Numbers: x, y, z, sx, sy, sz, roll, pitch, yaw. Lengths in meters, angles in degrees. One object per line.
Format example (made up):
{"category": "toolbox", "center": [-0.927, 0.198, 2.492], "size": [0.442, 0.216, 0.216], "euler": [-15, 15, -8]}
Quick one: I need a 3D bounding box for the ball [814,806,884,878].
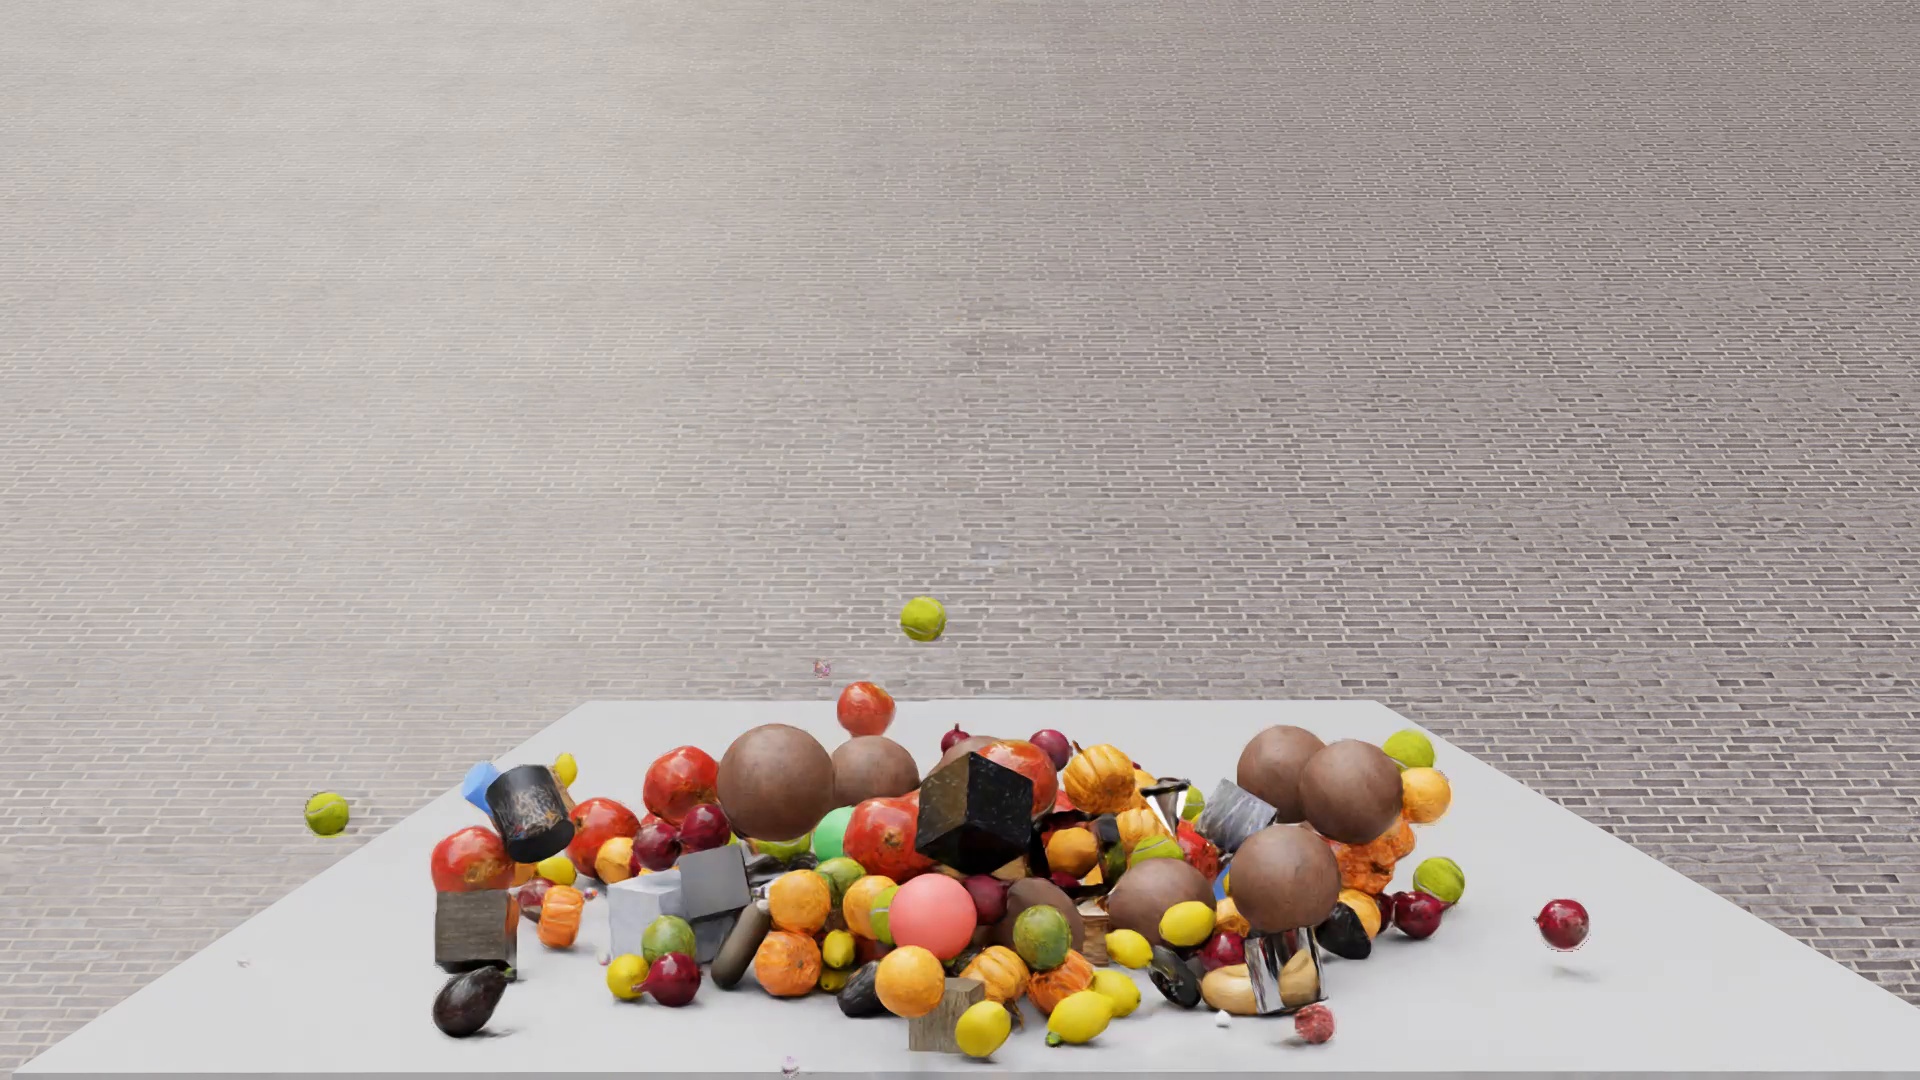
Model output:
{"category": "ball", "center": [-0.138, 0.375, 3.196], "size": [0.089, 0.089, 0.089], "euler": [0, 25, 0]}

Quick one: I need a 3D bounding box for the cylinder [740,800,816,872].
{"category": "cylinder", "center": [-0.250, 0.431, 3.643], "size": [0.091, 0.091, 0.091], "euler": [-22, 20, 8]}

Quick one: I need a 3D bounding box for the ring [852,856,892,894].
{"category": "ring", "center": [-0.133, 0.456, 3.490], "size": [0.083, 0.083, 0.028], "euler": [7, -6, 14]}

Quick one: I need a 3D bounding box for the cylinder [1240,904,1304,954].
{"category": "cylinder", "center": [0.371, 0.472, 3.051], "size": [0.058, 0.058, 0.058], "euler": [25, 16, -8]}

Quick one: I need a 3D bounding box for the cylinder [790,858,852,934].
{"category": "cylinder", "center": [-0.180, 0.461, 3.339], "size": [0.087, 0.087, 0.087], "euler": [-5, 2, -10]}

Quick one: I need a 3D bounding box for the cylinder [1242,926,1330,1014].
{"category": "cylinder", "center": [0.338, 0.446, 2.676], "size": [0.077, 0.077, 0.077], "euler": [-12, -9, -2]}

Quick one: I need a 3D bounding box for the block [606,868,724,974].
{"category": "block", "center": [-0.354, 0.458, 3.107], "size": [0.096, 0.096, 0.096], "euler": [2, 8, 43]}

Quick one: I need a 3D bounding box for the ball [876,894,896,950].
{"category": "ball", "center": [-0.097, 0.474, 3.201], "size": [0.068, 0.068, 0.068], "euler": [0, 25, 0]}

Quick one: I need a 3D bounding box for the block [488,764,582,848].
{"category": "block", "center": [-0.645, 0.411, 3.894], "size": [0.092, 0.092, 0.092], "euler": [-25, 8, 13]}

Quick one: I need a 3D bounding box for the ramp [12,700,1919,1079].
{"category": "ramp", "center": [0.057, 0.518, 4.557], "size": [2.000, 0.100, 4.000], "euler": [0, 2, 0]}

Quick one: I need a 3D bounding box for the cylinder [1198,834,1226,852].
{"category": "cylinder", "center": [0.401, 0.449, 3.995], "size": [0.050, 0.050, 0.050], "euler": [34, 22, -12]}

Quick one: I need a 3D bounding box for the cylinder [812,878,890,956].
{"category": "cylinder", "center": [-0.131, 0.456, 3.117], "size": [0.087, 0.087, 0.087], "euler": [-5, -3, -11]}

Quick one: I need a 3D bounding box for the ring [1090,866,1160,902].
{"category": "ring", "center": [0.222, 0.478, 3.589], "size": [0.113, 0.038, 0.113], "euler": [-1, 2, 0]}

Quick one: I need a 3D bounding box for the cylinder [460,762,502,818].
{"category": "cylinder", "center": [-0.695, 0.370, 3.808], "size": [0.060, 0.060, 0.060], "euler": [-38, 27, 23]}

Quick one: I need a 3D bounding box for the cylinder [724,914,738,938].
{"category": "cylinder", "center": [-0.300, 0.482, 3.206], "size": [0.053, 0.053, 0.053], "euler": [-2, 2, -3]}

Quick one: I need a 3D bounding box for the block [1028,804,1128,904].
{"category": "block", "center": [0.144, 0.389, 3.192], "size": [0.088, 0.088, 0.088], "euler": [-11, 7, 24]}

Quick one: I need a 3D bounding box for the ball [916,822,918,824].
{"category": "ball", "center": [-0.037, 0.451, 4.059], "size": [0.063, 0.063, 0.063], "euler": [0, 25, 0]}

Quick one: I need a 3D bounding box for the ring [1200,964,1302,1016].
{"category": "ring", "center": [0.329, 0.497, 2.855], "size": [0.126, 0.042, 0.126], "euler": [-2, 0, 0]}

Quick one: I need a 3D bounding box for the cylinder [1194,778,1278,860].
{"category": "cylinder", "center": [0.353, 0.359, 3.296], "size": [0.079, 0.079, 0.079], "euler": [30, 33, 13]}

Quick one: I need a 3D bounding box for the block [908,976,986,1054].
{"category": "block", "center": [-0.013, 0.492, 2.671], "size": [0.065, 0.065, 0.065], "euler": [0, 1, 15]}

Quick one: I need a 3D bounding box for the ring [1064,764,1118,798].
{"category": "ring", "center": [0.197, 0.362, 3.864], "size": [0.082, 0.082, 0.027], "euler": [0, 56, 1]}

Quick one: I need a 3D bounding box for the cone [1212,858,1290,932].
{"category": "cone", "center": [0.369, 0.436, 3.272], "size": [0.098, 0.098, 0.098], "euler": [3, 12, 5]}

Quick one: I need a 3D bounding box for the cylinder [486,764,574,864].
{"category": "cylinder", "center": [-0.575, 0.367, 3.450], "size": [0.093, 0.093, 0.093], "euler": [-12, 53, -25]}

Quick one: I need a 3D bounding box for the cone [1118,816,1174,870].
{"category": "cone", "center": [0.262, 0.466, 3.754], "size": [0.095, 0.095, 0.095], "euler": [3, 25, 7]}

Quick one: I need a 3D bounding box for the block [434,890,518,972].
{"category": "block", "center": [-0.568, 0.460, 3.029], "size": [0.081, 0.081, 0.081], "euler": [-2, -19, 0]}

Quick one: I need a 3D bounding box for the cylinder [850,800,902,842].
{"category": "cylinder", "center": [-0.136, 0.447, 4.099], "size": [0.067, 0.067, 0.067], "euler": [-1, 24, -21]}

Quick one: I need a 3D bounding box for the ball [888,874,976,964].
{"category": "ball", "center": [-0.029, 0.403, 2.746], "size": [0.095, 0.095, 0.095], "euler": [0, 25, 0]}

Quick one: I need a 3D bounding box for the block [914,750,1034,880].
{"category": "block", "center": [0.016, 0.308, 2.880], "size": [0.091, 0.091, 0.091], "euler": [28, 47, -27]}

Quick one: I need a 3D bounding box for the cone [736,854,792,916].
{"category": "cone", "center": [-0.274, 0.431, 3.170], "size": [0.096, 0.096, 0.096], "euler": [22, 4, 39]}

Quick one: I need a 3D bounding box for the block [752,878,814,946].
{"category": "block", "center": [-0.219, 0.451, 3.130], "size": [0.055, 0.055, 0.055], "euler": [14, 18, 30]}

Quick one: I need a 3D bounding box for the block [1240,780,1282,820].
{"category": "block", "center": [0.451, 0.413, 3.967], "size": [0.053, 0.053, 0.053], "euler": [-48, 24, 0]}

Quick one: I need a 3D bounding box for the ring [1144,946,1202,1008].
{"category": "ring", "center": [0.236, 0.484, 2.853], "size": [0.027, 0.080, 0.080], "euler": [-38, 39, -19]}

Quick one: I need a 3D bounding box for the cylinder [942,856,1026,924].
{"category": "cylinder", "center": [0.027, 0.392, 3.042], "size": [0.098, 0.098, 0.098], "euler": [0, 6, -1]}

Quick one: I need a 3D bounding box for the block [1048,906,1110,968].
{"category": "block", "center": [0.143, 0.479, 3.115], "size": [0.062, 0.062, 0.062], "euler": [0, 2, -9]}

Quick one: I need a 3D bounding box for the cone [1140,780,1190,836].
{"category": "cone", "center": [0.260, 0.338, 3.206], "size": [0.067, 0.067, 0.067], "euler": [-10, -1, 0]}

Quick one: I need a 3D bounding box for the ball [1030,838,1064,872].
{"category": "ball", "center": [0.129, 0.465, 3.801], "size": [0.051, 0.051, 0.051], "euler": [0, 25, 0]}

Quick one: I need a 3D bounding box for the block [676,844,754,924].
{"category": "block", "center": [-0.286, 0.404, 3.027], "size": [0.073, 0.073, 0.073], "euler": [-13, -13, -4]}

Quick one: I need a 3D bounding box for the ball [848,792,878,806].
{"category": "ball", "center": [-0.158, 0.448, 4.289], "size": [0.056, 0.056, 0.056], "euler": [0, 25, 0]}
